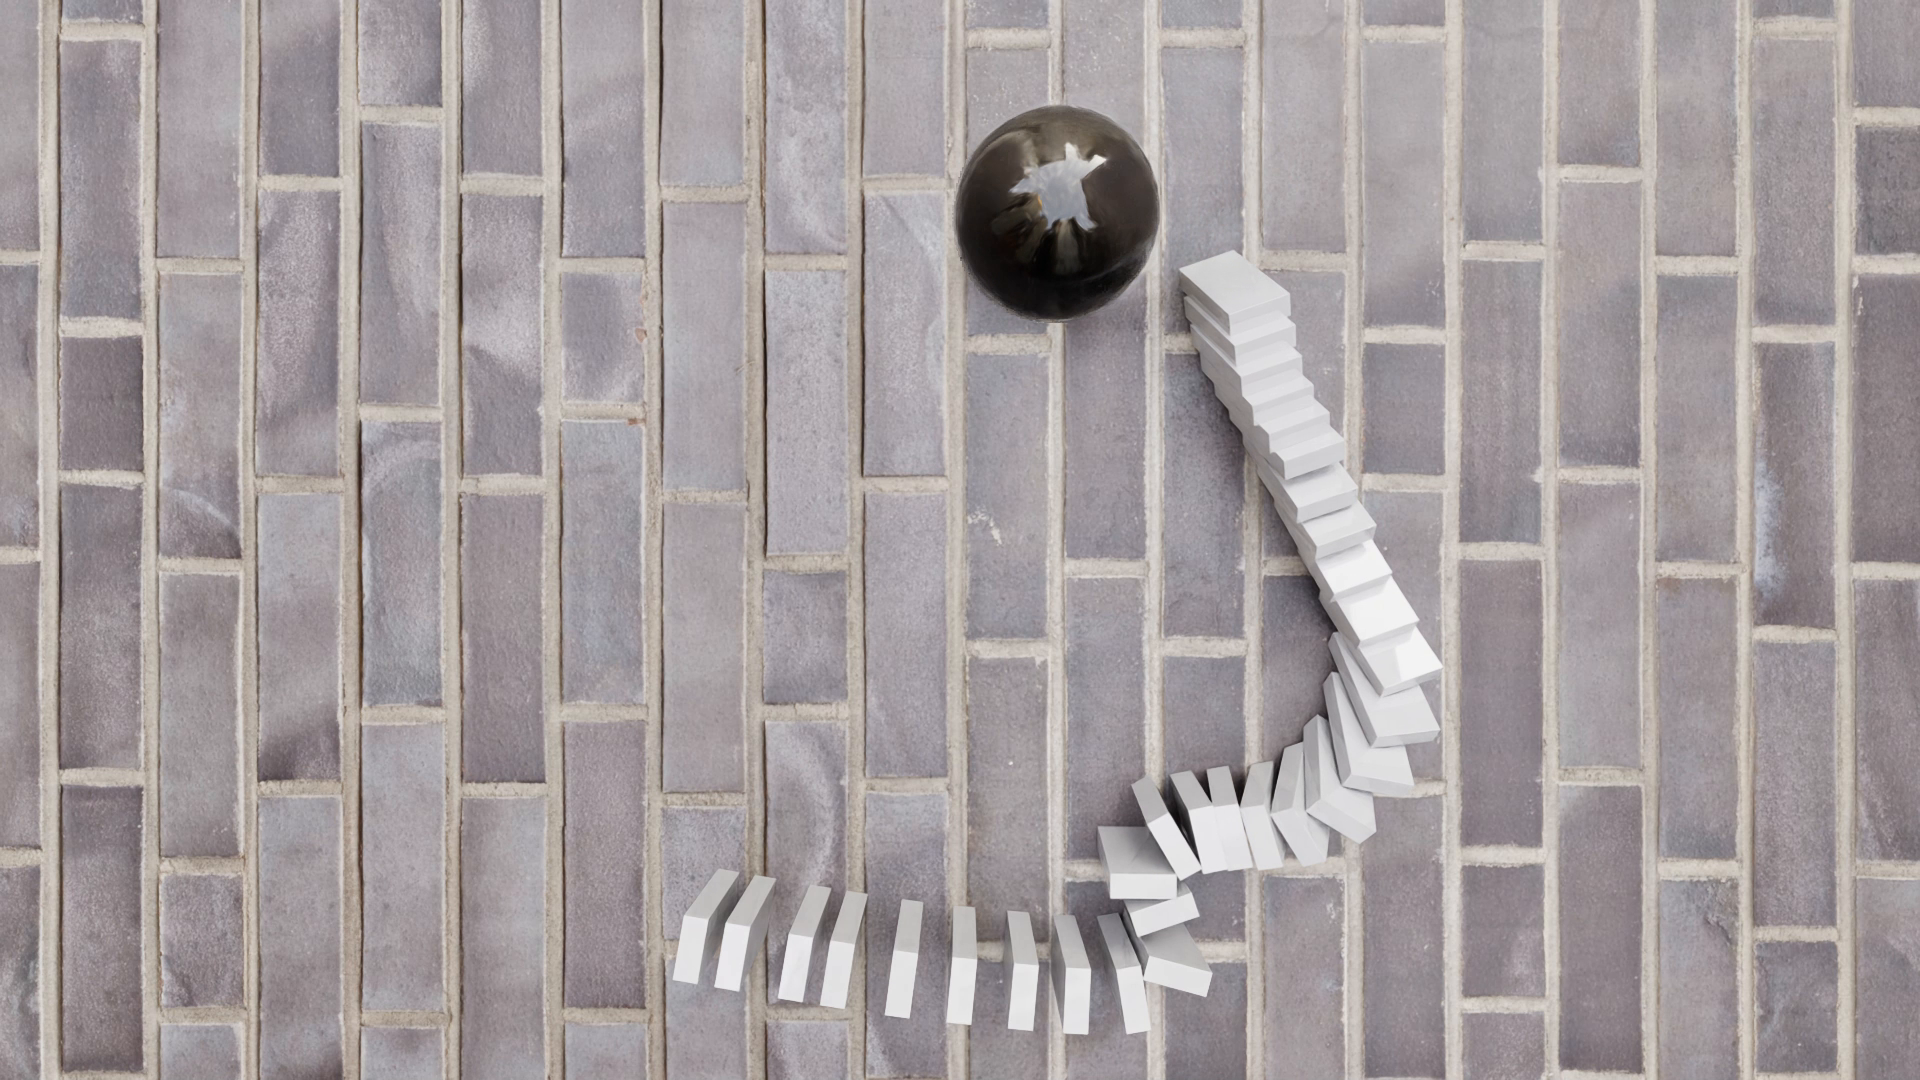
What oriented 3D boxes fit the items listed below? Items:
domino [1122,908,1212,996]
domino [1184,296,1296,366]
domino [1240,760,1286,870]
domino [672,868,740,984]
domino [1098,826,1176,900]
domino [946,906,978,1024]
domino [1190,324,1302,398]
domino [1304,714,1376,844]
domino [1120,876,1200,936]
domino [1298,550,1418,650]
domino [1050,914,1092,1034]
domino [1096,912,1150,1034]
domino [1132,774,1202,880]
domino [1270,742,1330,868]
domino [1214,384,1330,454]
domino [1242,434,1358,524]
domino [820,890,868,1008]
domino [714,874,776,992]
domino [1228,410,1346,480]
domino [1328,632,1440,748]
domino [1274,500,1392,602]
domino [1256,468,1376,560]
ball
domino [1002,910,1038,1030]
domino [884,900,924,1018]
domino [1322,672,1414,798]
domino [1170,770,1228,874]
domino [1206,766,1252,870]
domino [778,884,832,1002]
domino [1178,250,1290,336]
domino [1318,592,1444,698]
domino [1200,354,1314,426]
[{"bbox_3d":[0.083,0.167,0.375,0.025,0.050,0.010,15,90,0],"label":"domino"},{"bbox_3d":[0.114,-0.090,0.377,0.025,0.050,0.010,-19,128,0],"label":"domino"},{"bbox_3d":[0.125,0.112,0.375,0.009,0.050,0.025,-17,90,24],"label":"domino"},{"bbox_3d":[-0.103,0.157,0.375,0.009,0.050,0.025,10,90,0],"label":"domino"},{"bbox_3d":[0.071,0.131,0.374,0.025,0.050,0.009,0,93,3],"label":"domino"},{"bbox_3d":[0.001,0.172,0.375,0.010,0.050,0.025,5,90,0],"label":"domino"},{"bbox_3d":[0.117,-0.078,0.377,0.025,0.050,0.010,-19,128,0],"label":"domino"},{"bbox_3d":[0.155,0.097,0.377,0.025,0.050,0.009,31,125,0],"label":"domino"},{"bbox_3d":[0.078,0.143,0.375,0.025,0.050,0.009,-19,90,0],"label":"domino"},{"bbox_3d":[0.165,0.018,0.383,0.025,0.009,0.050,-20,59,0],"label":"domino"},{"bbox_3d":[0.045,0.176,0.375,0.010,0.050,0.025,3,90,0],"label":"domino"},{"bbox_3d":[0.066,0.176,0.375,0.009,0.050,0.025,-9,90,0],"label":"domino"},{"bbox_3d":[0.084,0.116,0.375,0.010,0.050,0.025,-31,90,4],"label":"domino"},{"bbox_3d":[0.141,0.107,0.376,0.009,0.050,0.025,-31,94,31],"label":"domino"},{"bbox_3d":[0.127,-0.056,0.377,0.025,0.050,0.010,-20,128,0],"label":"domino"},{"bbox_3d":[0.140,-0.031,0.380,0.025,0.009,0.050,-19,48,1],"label":"domino"},{"bbox_3d":[-0.047,0.166,0.375,0.010,0.050,0.025,9,90,0],"label":"domino"},{"bbox_3d":[-0.087,0.159,0.375,0.009,0.050,0.025,10,90,0],"label":"domino"},{"bbox_3d":[0.133,-0.046,0.378,0.025,0.050,0.009,-19,128,0],"label":"domino"},{"bbox_3d":[0.175,0.060,0.380,0.025,0.010,0.050,-7,50,0],"label":"domino"},{"bbox_3d":[0.155,-0.001,0.384,0.025,0.010,0.050,-20,61,0],"label":"domino"},{"bbox_3d":[0.147,-0.018,0.381,0.025,0.009,0.050,-20,52,0],"label":"domino"},{"bbox_3d":[0.038,-0.127,0.360,0.080,0.080,0.080,0,90,0],"label":"ball"},{"bbox_3d":[0.024,0.175,0.375,0.010,0.050,0.025,5,90,0],"label":"domino"},{"bbox_3d":[-0.022,0.170,0.375,0.009,0.050,0.025,8,90,0],"label":"domino"},{"bbox_3d":[0.168,0.080,0.379,0.025,0.009,0.050,10,45,0],"label":"domino"},{"bbox_3d":[0.097,0.114,0.375,0.009,0.050,0.025,-13,90,5],"label":"domino"},{"bbox_3d":[0.110,0.112,0.375,0.010,0.050,0.025,-13,90,13],"label":"domino"},{"bbox_3d":[-0.063,0.164,0.375,0.010,0.050,0.025,10,90,0],"label":"domino"},{"bbox_3d":[0.112,-0.103,0.378,0.025,0.050,0.010,-19,128,0],"label":"domino"},{"bbox_3d":[0.174,0.038,0.382,0.025,0.009,0.050,-20,55,0],"label":"domino"},{"bbox_3d":[0.121,-0.067,0.377,0.025,0.050,0.010,-19,128,0],"label":"domino"}]
